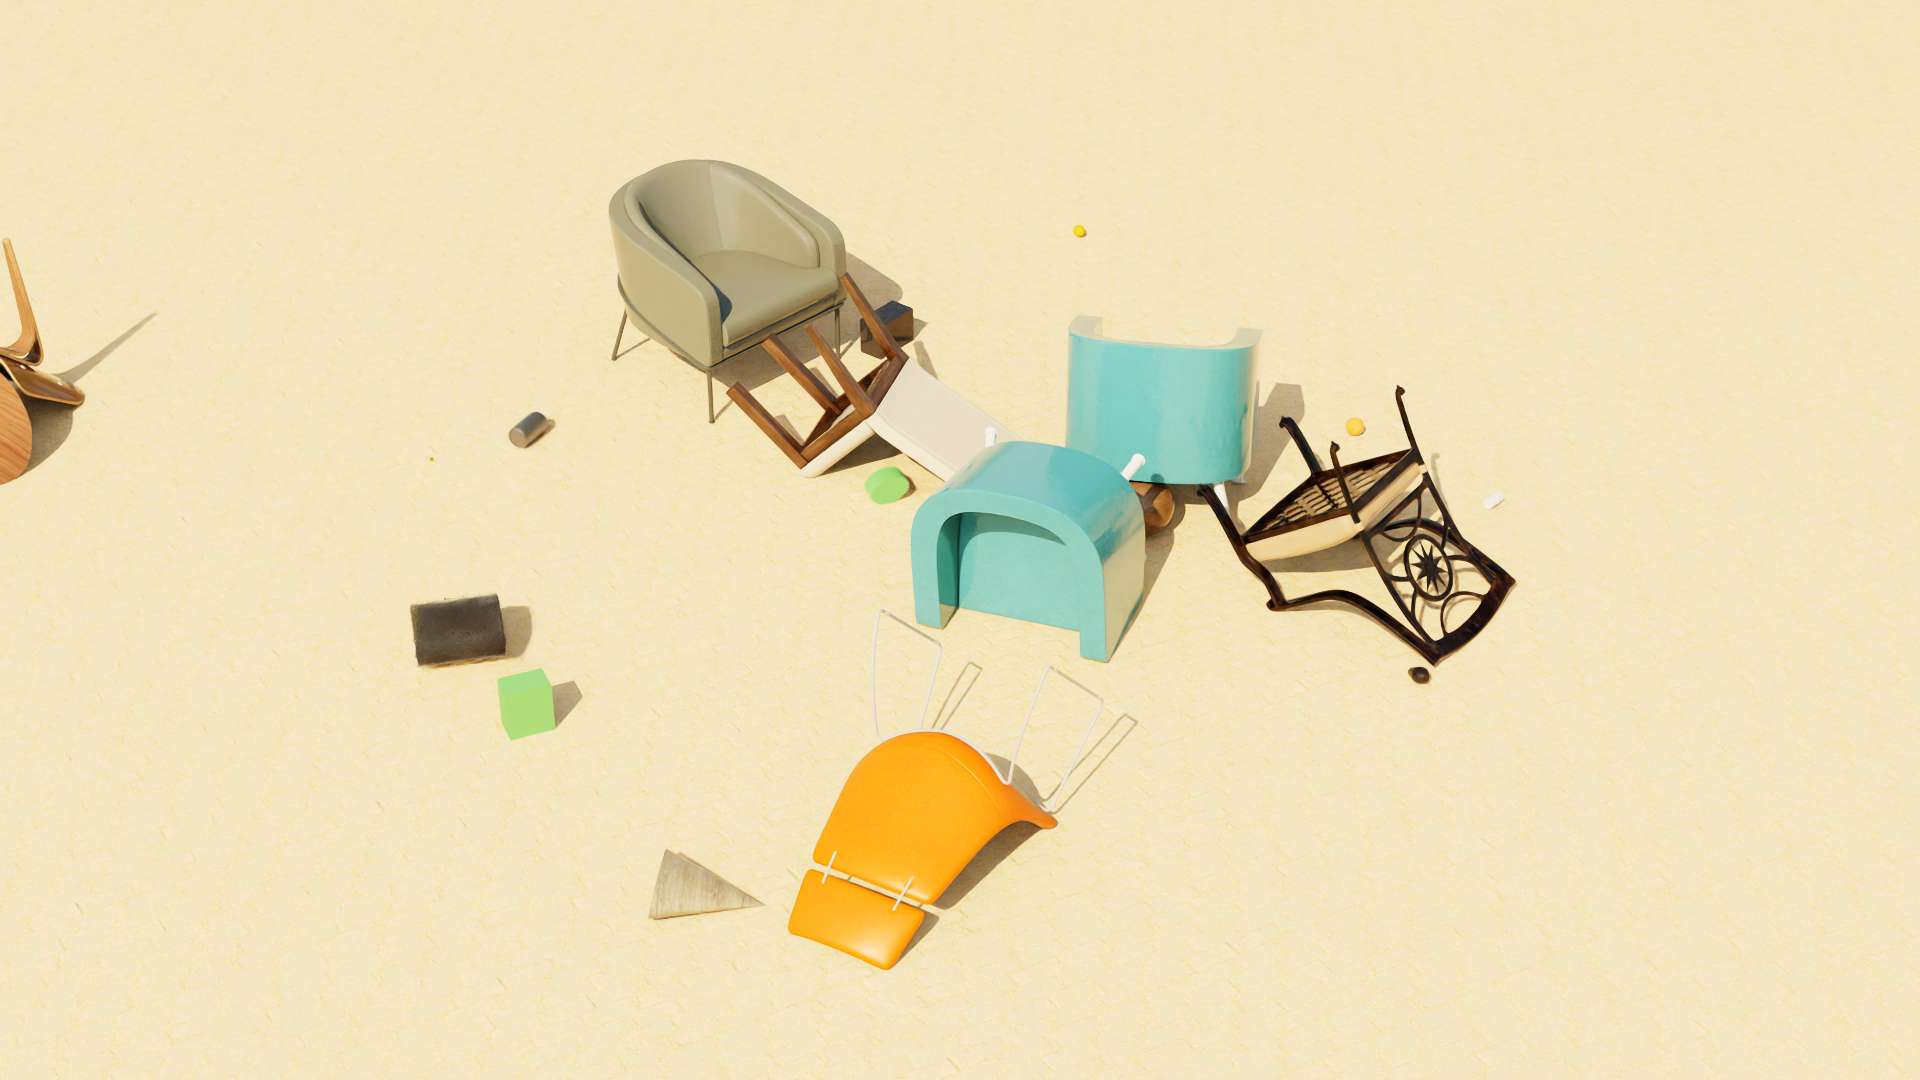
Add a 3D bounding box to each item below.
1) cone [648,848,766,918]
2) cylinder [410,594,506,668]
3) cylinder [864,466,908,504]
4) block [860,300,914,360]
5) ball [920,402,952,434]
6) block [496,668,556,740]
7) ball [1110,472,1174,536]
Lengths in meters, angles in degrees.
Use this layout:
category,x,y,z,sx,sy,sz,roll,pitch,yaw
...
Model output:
category,x,y,z,sx,sy,sz,roll,pitch,yaw
cone,-0.777,1.111,9.200,0.351,0.131,0.315,12,33,-2
cylinder,-1.763,0.317,10.290,0.308,0.191,0.289,-7,31,-11
cylinder,-0.279,-0.209,11.161,0.154,0.106,0.084,-24,38,-7
block,-0.302,-0.869,12.124,0.111,0.153,0.209,24,40,31
ball,-0.094,-0.481,11.559,0.127,0.127,0.127,0,33,0
block,-1.469,0.556,9.930,0.158,0.188,0.106,-14,36,-20
ball,0.680,-0.132,10.927,0.240,0.240,0.240,0,33,0
